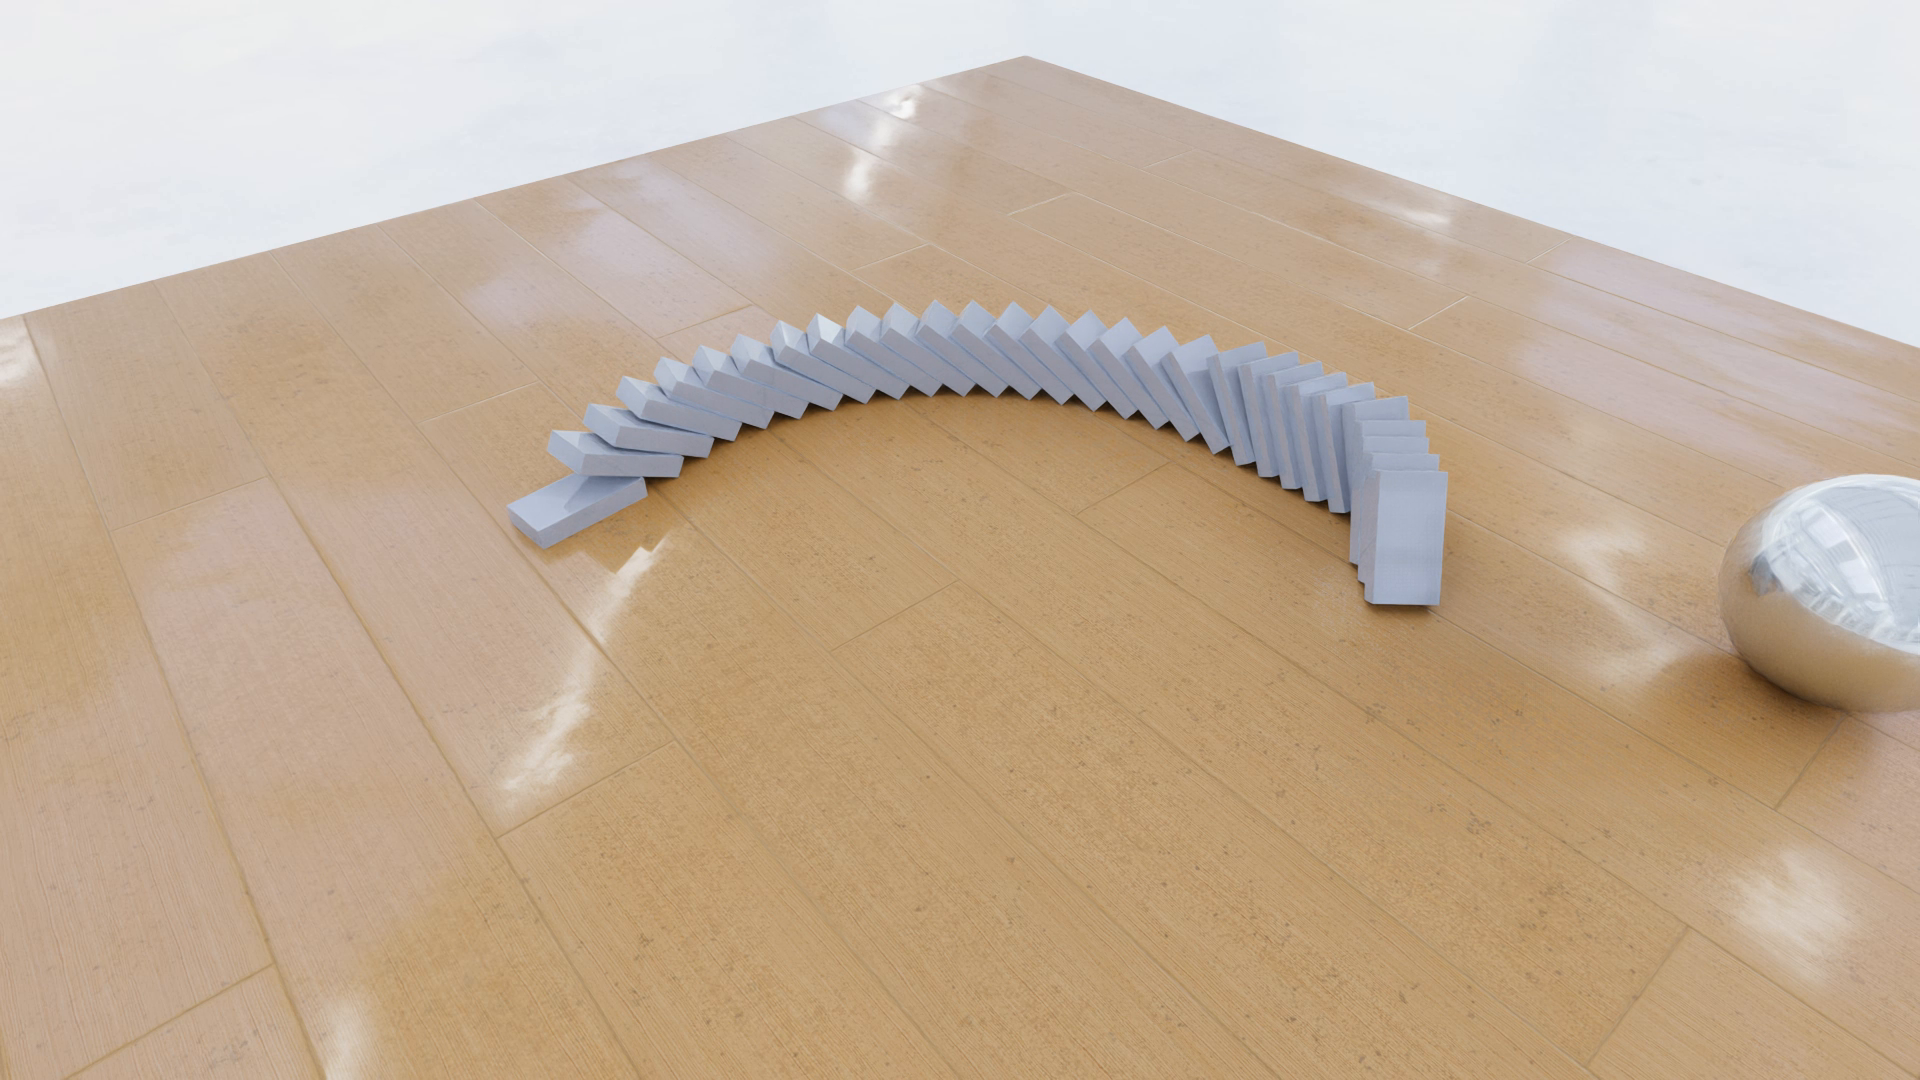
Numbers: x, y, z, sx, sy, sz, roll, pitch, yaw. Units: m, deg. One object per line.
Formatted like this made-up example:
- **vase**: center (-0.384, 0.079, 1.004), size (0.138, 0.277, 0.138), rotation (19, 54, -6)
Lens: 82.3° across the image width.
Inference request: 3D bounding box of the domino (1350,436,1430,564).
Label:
- **domino**: center (0.169, -0.015, 0.433), size (0.025, 0.050, 0.010), rotation (1, 7, 1)

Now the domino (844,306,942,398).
- **domino**: center (-0.032, -0.091, 0.533), size (0.050, 0.010, 0.025), rotation (29, 33, -23)

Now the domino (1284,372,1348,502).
- **domino**: center (0.155, -0.044, 0.467), size (0.025, 0.050, 0.009), rotation (-16, 9, -19)

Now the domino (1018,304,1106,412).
- **domino**: center (0.054, -0.087, 0.528), size (0.050, 0.010, 0.025), rotation (43, 45, -6)

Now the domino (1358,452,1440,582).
- **domino**: center (0.169, -0.008, 0.424), size (0.025, 0.050, 0.009), rotation (1, 7, 1)

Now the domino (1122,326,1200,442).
- **domino**: center (0.100, -0.073, 0.510), size (0.025, 0.010, 0.050), rotation (-34, 87, -34)

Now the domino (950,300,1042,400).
- **domino**: center (0.020, -0.092, 0.534), size (0.050, 0.010, 0.025), rotation (37, 40, -13)

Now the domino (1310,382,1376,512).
- **domino**: center (0.164, -0.039, 0.461), size (0.025, 0.050, 0.009), rotation (-15, 9, -19)

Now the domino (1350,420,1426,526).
- **domino**: center (0.172, -0.023, 0.442), size (0.025, 0.050, 0.010), rotation (0, 7, 0)

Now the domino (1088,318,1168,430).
- **domino**: center (0.085, -0.079, 0.517), size (0.050, 0.010, 0.025), rotation (50, 52, 0)

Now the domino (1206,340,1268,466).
- **domino**: center (0.129, -0.061, 0.490), size (0.025, 0.050, 0.009), rotation (-18, 3, -20)

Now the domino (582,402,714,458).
- **domino**: center (-0.136, -0.048, 0.482), size (0.025, 0.010, 0.050), rotation (32, 17, 33)

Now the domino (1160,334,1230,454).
- **domino**: center (0.115, -0.067, 0.501), size (0.025, 0.009, 0.050), rotation (-26, 85, -29)

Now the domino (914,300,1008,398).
- **domino**: center (0.003, -0.093, 0.535), size (0.050, 0.010, 0.025), rotation (34, 37, -16)

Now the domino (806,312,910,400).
- **domino**: center (-0.049, -0.088, 0.529), size (0.050, 0.010, 0.025), rotation (25, 30, -29)

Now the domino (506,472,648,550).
- **domino**: center (-0.161, -0.017, 0.464), size (0.025, 0.010, 0.050), rotation (31, 48, 32)

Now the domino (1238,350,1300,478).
- **domino**: center (0.139, -0.055, 0.481), size (0.025, 0.050, 0.009), rotation (-17, 9, -19)

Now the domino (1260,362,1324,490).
- **domino**: center (0.147, -0.049, 0.474), size (0.025, 0.050, 0.010), rotation (-17, 9, -19)

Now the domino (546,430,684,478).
- **domino**: center (-0.146, -0.037, 0.470), size (0.025, 0.010, 0.050), rotation (31, 19, 32)

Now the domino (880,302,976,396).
- **domino**: center (-0.015, -0.092, 0.534), size (0.050, 0.009, 0.025), rotation (31, 34, -21)

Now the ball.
- **ball**: center (0.301, 0.018, 0.366), size (0.080, 0.080, 0.080), rotation (0, 39, 0)

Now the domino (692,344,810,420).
- **domino**: center (-0.097, -0.073, 0.512), size (0.050, 0.009, 0.025), rotation (16, 26, -39)

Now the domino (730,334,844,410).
- **domino**: center (-0.082, -0.079, 0.519), size (0.050, 0.010, 0.025), rotation (18, 27, -36)

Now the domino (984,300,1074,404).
- **domino**: center (0.037, -0.091, 0.532), size (0.050, 0.010, 0.025), rotation (41, 43, -8)

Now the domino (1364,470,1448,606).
- **domino**: center (0.168, -0.001, 0.415), size (0.025, 0.050, 0.009), rotation (1, 7, 1)

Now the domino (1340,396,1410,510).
- **domino**: center (0.173, -0.033, 0.453), size (0.025, 0.050, 0.010), rotation (-9, 7, -15)

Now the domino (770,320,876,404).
- **domino**: center (-0.065, -0.085, 0.525), size (0.050, 0.009, 0.025), rotation (23, 28, -31)

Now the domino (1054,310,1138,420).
- **domino**: center (0.070, -0.084, 0.524), size (0.050, 0.009, 0.025), rotation (47, 49, -3)

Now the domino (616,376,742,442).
- **domino**: center (-0.126, -0.059, 0.494), size (0.050, 0.010, 0.025), rotation (11, 21, -48)

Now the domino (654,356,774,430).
- **domino**: center (-0.113, -0.067, 0.504), size (0.050, 0.009, 0.025), rotation (15, 24, -40)
